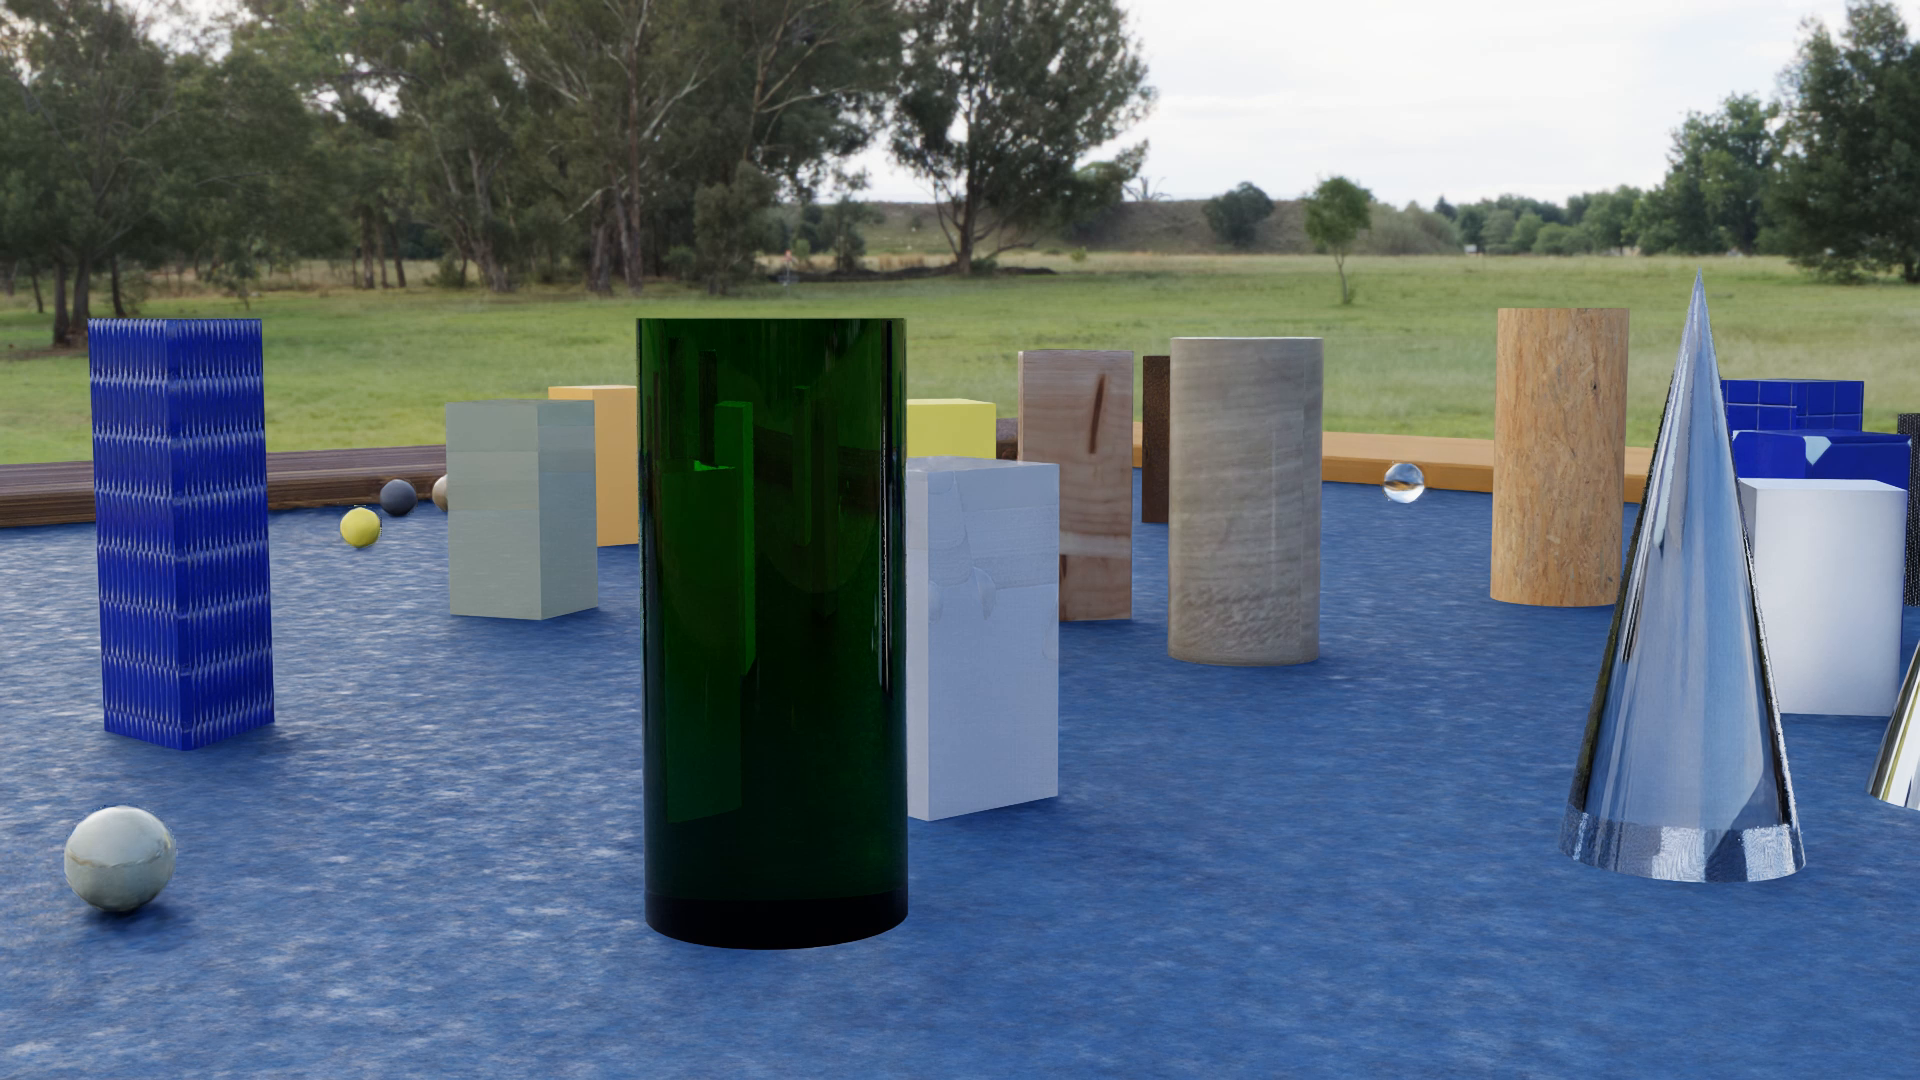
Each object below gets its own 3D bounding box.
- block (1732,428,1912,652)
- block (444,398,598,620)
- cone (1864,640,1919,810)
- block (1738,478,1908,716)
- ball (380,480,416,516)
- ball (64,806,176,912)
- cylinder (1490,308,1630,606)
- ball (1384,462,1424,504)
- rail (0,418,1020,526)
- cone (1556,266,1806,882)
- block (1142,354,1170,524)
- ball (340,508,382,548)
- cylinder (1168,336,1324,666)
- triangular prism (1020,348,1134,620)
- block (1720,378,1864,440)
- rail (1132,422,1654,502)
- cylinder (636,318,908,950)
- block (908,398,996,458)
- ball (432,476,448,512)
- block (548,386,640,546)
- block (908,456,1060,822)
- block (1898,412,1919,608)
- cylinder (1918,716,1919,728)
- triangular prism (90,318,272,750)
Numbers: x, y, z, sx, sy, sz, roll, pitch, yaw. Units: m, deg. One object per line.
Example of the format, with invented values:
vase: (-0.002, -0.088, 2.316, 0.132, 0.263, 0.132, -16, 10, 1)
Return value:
block: (1.132, 0.000, 2.907, 0.156, 0.283, 0.156, -2, 6, -15)
block: (-0.646, -0.050, 3.250, 0.156, 0.310, 0.156, 2, 6, 22)
cone: (0.935, 0.068, 2.001, 0.195, 0.337, 0.195, 0, 6, 0)
block: (0.966, 0.061, 2.490, 0.156, 0.249, 0.156, 1, 6, 10)
ball: (-1.216, -0.091, 4.757, 0.079, 0.079, 0.079, 0, 6, 0)
ball: (-0.624, 0.237, 1.632, 0.078, 0.078, 0.078, 0, 6, 0)
cylinder: (0.921, -0.132, 3.381, 0.195, 0.447, 0.195, 0, 6, 0)
ball: (1.023, -0.132, 5.069, 0.094, 0.094, 0.094, 0, 6, 0)
rail: (-1.480, -0.134, 4.928, 4.688, 0.127, 0.045, -5, 8, -42)
cone: (0.592, 0.017, 1.786, 0.195, 0.482, 0.195, 0, 6, 0)
block: (0.474, -0.216, 4.654, 0.156, 0.349, 0.156, 1, 6, 13)
ball: (-1.126, -0.023, 4.131, 0.074, 0.074, 0.074, 0, 6, 0)
cylinder: (0.366, -0.055, 2.828, 0.195, 0.408, 0.195, 0, 6, 0)
triangular prism: (0.149, -0.084, 3.212, 0.169, 0.386, 0.146, -2, 6, -14)
block: (1.330, -0.091, 3.538, 0.156, 0.332, 0.156, -3, 7, -30)
rail: (1.705, -0.131, 4.897, 0.045, 0.127, 4.413, -5, 8, -42)
cylinder: (-0.136, 0.058, 1.608, 0.195, 0.438, 0.195, 0, 6, 0)
block: (-0.052, -0.014, 2.829, 0.156, 0.327, 0.156, -2, 6, -16)
ball: (-1.123, -0.102, 4.847, 0.081, 0.081, 0.081, 0, 6, 0)
block: (-0.681, -0.146, 4.233, 0.156, 0.297, 0.156, -5, 8, -41)
block: (-0.020, 0.082, 2.013, 0.156, 0.305, 0.156, -5, 8, -41)
block: (1.520, -0.044, 3.299, 0.156, 0.288, 0.156, -3, 7, -25)
cylinder: (1.117, -0.010, 2.296, 0.195, 0.430, 0.195, 0, 6, 0)
triangular prism: (-0.796, -0.014, 2.315, 0.169, 0.435, 0.146, 5, 8, 42)
